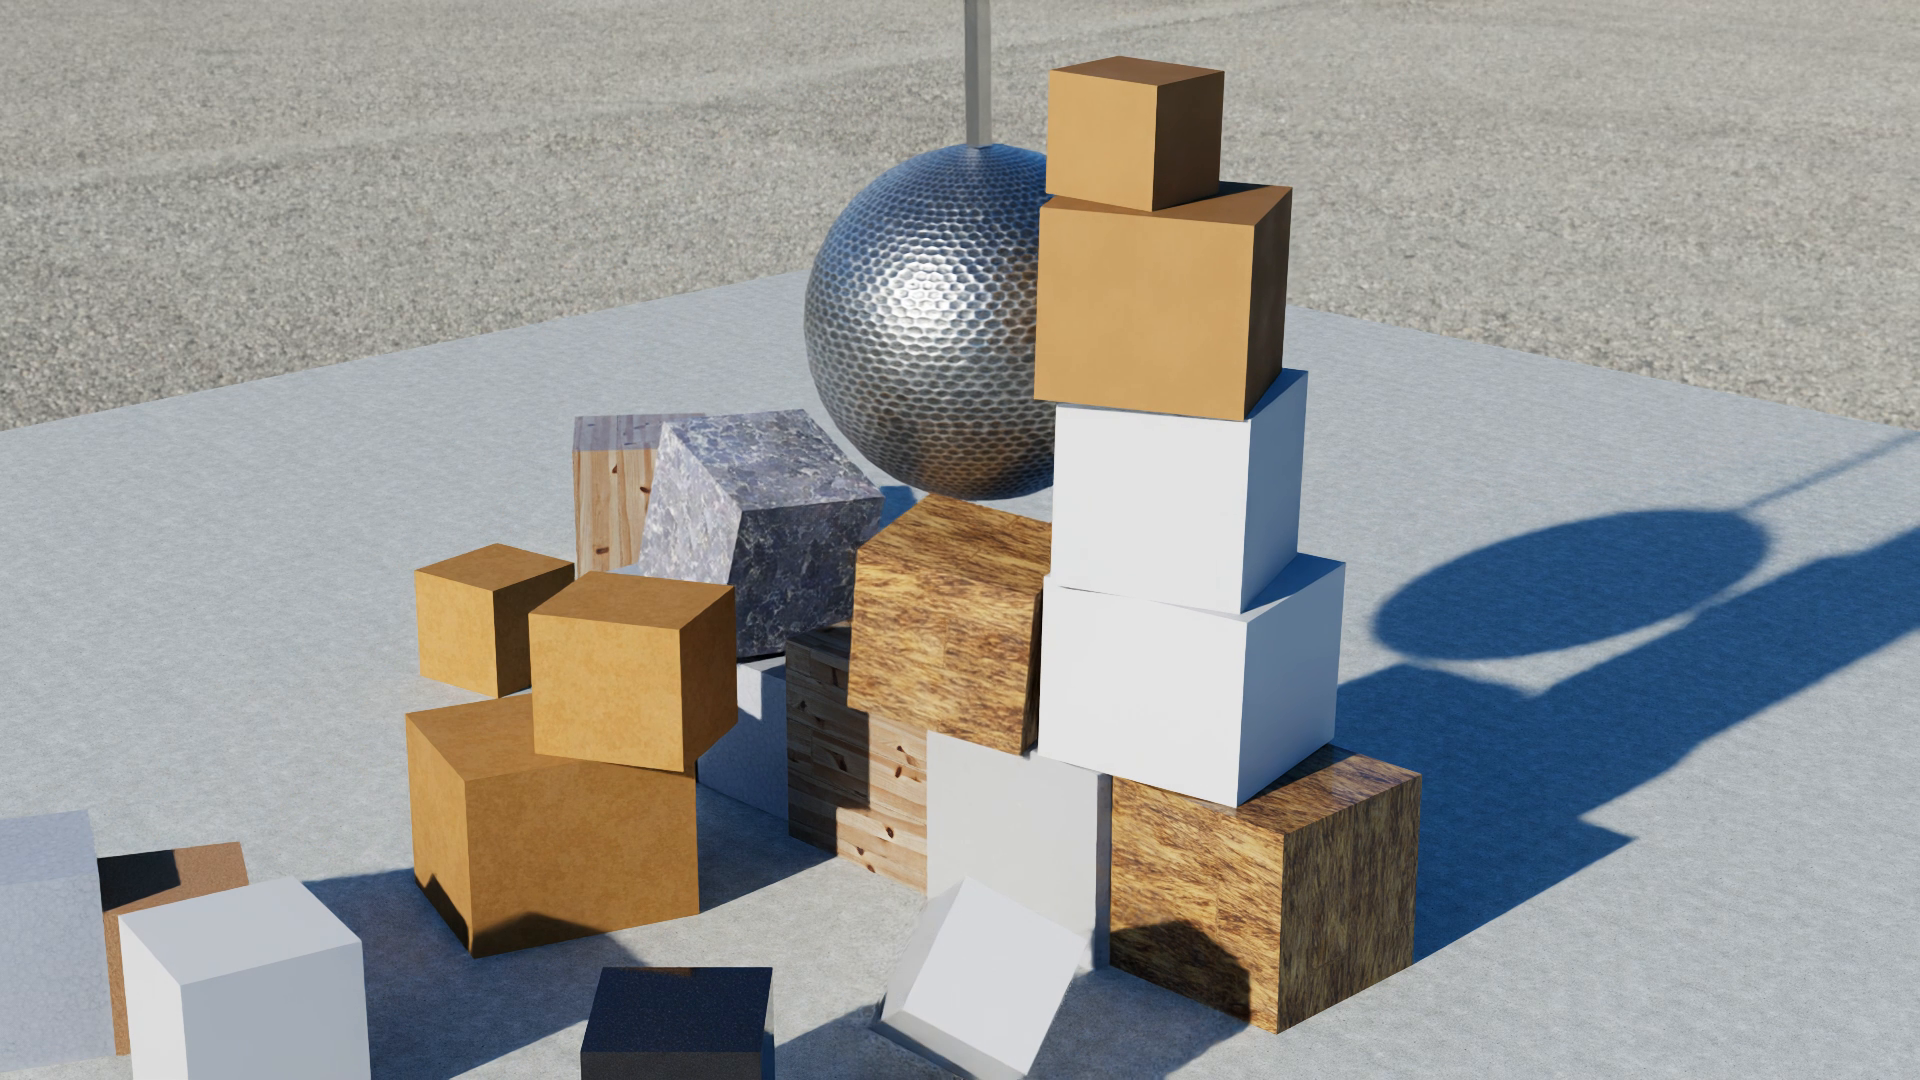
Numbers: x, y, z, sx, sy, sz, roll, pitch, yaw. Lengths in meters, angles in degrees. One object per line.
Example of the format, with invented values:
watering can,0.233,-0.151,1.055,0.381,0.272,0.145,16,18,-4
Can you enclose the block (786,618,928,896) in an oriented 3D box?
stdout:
block,-0.131,0.935,13.724,0.953,0.987,0.971,-16,24,-41

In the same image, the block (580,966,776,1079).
block,-1.024,2.025,10.796,0.640,0.664,0.684,0,17,0

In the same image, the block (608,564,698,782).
block,-1.319,0.613,14.932,0.846,0.878,0.829,-17,24,-42

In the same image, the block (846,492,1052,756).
block,0.062,0.354,12.741,0.825,0.753,0.724,15,26,21

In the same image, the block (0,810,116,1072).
block,-3.871,1.631,11.829,0.788,0.796,0.689,-6,18,-18

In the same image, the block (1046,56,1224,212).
block,0.697,-1.626,11.688,0.511,0.492,0.482,15,23,35

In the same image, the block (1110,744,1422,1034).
block,1.289,1.401,12.422,0.917,0.879,0.916,-17,24,-42

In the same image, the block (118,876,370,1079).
block,-2.757,1.829,11.316,0.704,0.725,0.726,-11,21,-31

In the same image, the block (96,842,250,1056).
block,-3.196,1.664,12.005,0.576,0.626,0.568,-6,18,-17

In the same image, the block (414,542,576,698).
block,-2.519,0.432,15.962,0.597,0.605,0.616,13,21,35

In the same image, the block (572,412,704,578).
block,-1.916,-0.241,17.685,0.790,0.856,0.791,-2,18,-6

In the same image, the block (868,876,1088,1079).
block,0.064,1.712,11.270,0.529,0.565,0.615,29,-21,-5

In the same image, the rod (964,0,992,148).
rod,0.042,-4.198,12.066,0.080,5.200,0.080,17,25,42

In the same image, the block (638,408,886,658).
block,-0.978,-0.037,14.241,0.771,0.835,0.857,-6,35,-32

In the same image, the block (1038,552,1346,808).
block,0.982,0.503,12.414,0.944,0.804,0.911,13,22,30

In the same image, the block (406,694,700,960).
block,-1.823,1.221,13.087,1.036,0.823,0.895,-8,19,-25

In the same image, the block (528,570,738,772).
block,-1.411,0.561,12.748,0.695,0.639,0.617,6,18,17

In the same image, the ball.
ball,0.097,-0.972,13.138,1.600,1.600,1.600,0,17,0

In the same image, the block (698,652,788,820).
block,-0.750,0.870,14.388,0.790,0.713,0.746,17,24,42

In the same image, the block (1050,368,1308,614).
block,0.912,-0.261,12.142,0.815,0.815,0.808,9,20,21

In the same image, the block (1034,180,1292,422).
block,0.826,-1.001,11.836,0.853,0.780,0.779,7,20,16

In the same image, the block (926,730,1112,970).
block,0.592,1.187,13.069,1.066,0.898,1.026,-16,24,-42
